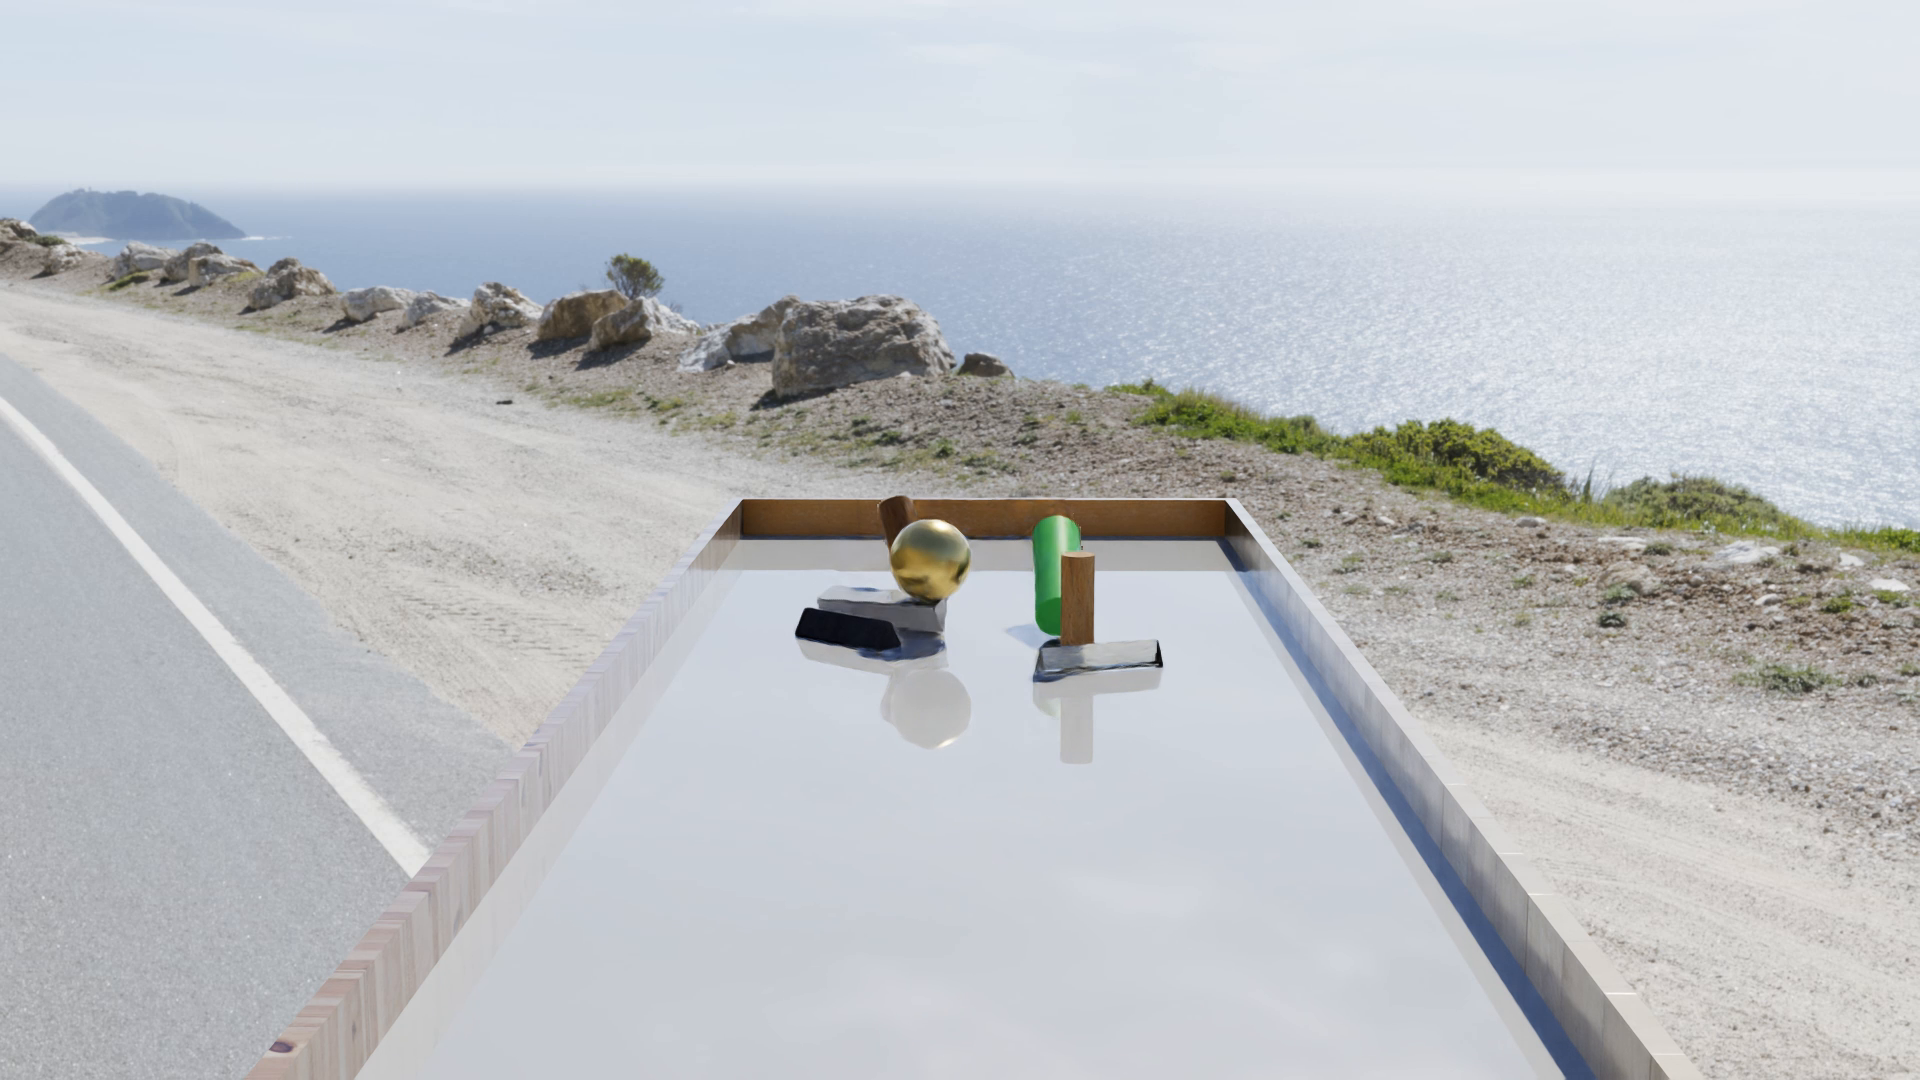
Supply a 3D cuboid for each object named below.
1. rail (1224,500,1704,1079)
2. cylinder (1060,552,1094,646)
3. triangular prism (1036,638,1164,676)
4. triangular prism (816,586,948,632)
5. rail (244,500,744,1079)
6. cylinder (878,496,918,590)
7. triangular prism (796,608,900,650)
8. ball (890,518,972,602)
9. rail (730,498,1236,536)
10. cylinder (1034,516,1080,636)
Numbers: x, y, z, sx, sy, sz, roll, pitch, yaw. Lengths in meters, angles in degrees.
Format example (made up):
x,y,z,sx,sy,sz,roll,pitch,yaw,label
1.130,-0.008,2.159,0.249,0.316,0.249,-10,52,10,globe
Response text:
x,y,z,sx,sy,sz,roll,pitch,yaw,label
1.046,0.843,3.208,0.050,0.150,12.000,0,9,1,rail
0.359,0.202,6.704,0.102,0.322,0.102,0,9,0,cylinder
0.417,0.346,6.569,0.380,0.077,0.088,-3,9,-20,triangular prism
-0.246,0.205,7.173,0.411,0.128,0.111,3,50,20,triangular prism
-1.004,0.839,3.234,0.050,0.150,12.000,0,9,1,rail
-0.167,0.064,7.340,0.123,0.433,0.123,-11,-32,-7,cylinder
-0.359,0.276,6.980,0.373,0.085,0.098,8,12,40,triangular prism
-0.095,0.064,7.050,0.265,0.265,0.265,0,9,0,ball
0.099,-0.098,9.147,2.100,0.150,0.050,0,9,1,rail
0.319,0.114,7.182,0.154,0.154,0.454,0,35,1,cylinder
